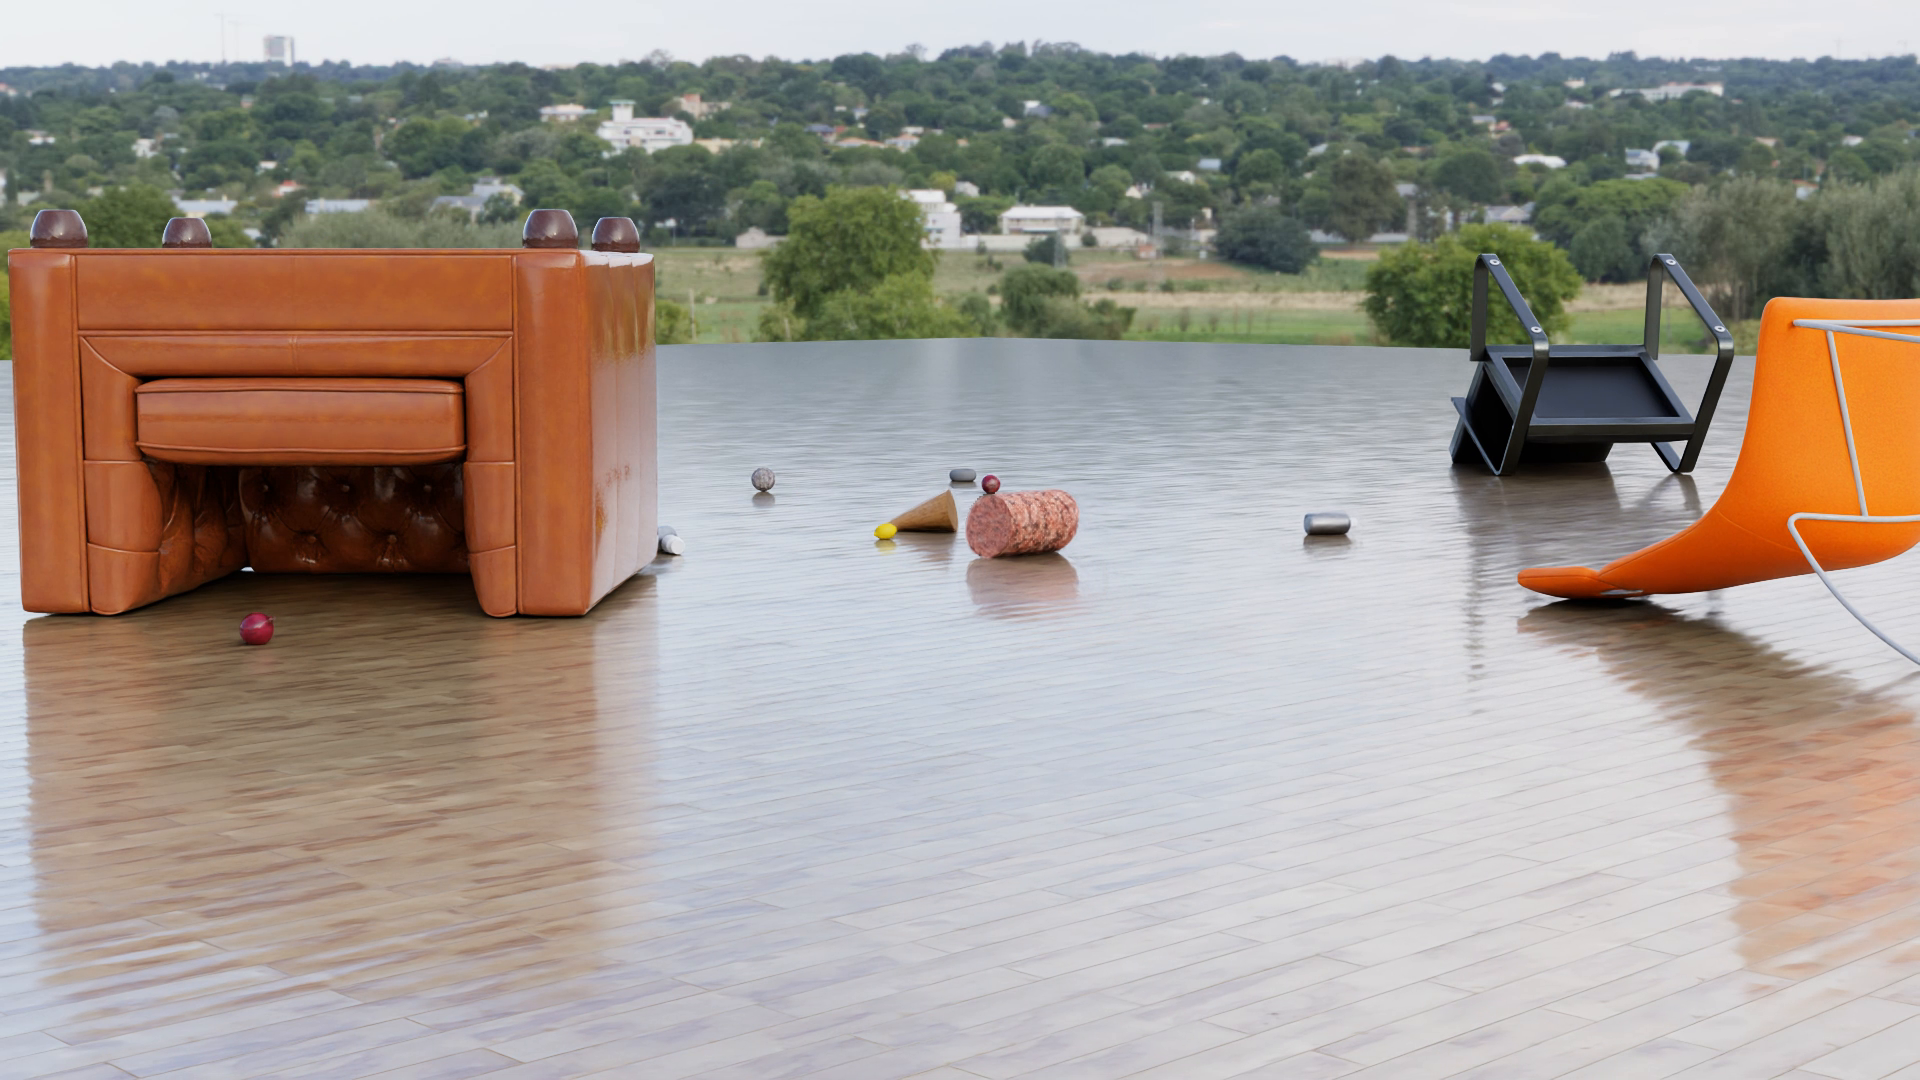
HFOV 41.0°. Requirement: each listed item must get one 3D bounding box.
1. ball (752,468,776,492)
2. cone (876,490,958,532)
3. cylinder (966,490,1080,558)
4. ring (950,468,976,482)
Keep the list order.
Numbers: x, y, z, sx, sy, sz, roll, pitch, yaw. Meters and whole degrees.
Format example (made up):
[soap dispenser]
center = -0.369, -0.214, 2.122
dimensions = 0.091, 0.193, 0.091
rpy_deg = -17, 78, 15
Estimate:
[ball]
center = -0.602, -0.186, 7.857
dimensions = 0.074, 0.074, 0.074
rpy_deg = 0, 6, 0
[cone]
center = -0.122, -0.050, 6.642
dimensions = 0.211, 0.108, 0.167
rpy_deg = -14, 6, 8
[cylinder]
center = 0.148, -0.038, 6.060
dimensions = 0.218, 0.136, 0.167
rpy_deg = -5, -27, -41
[ring]
center = 0.009, -0.208, 8.259
dimensions = 0.083, 0.037, 0.107
rpy_deg = -4, 6, -24
